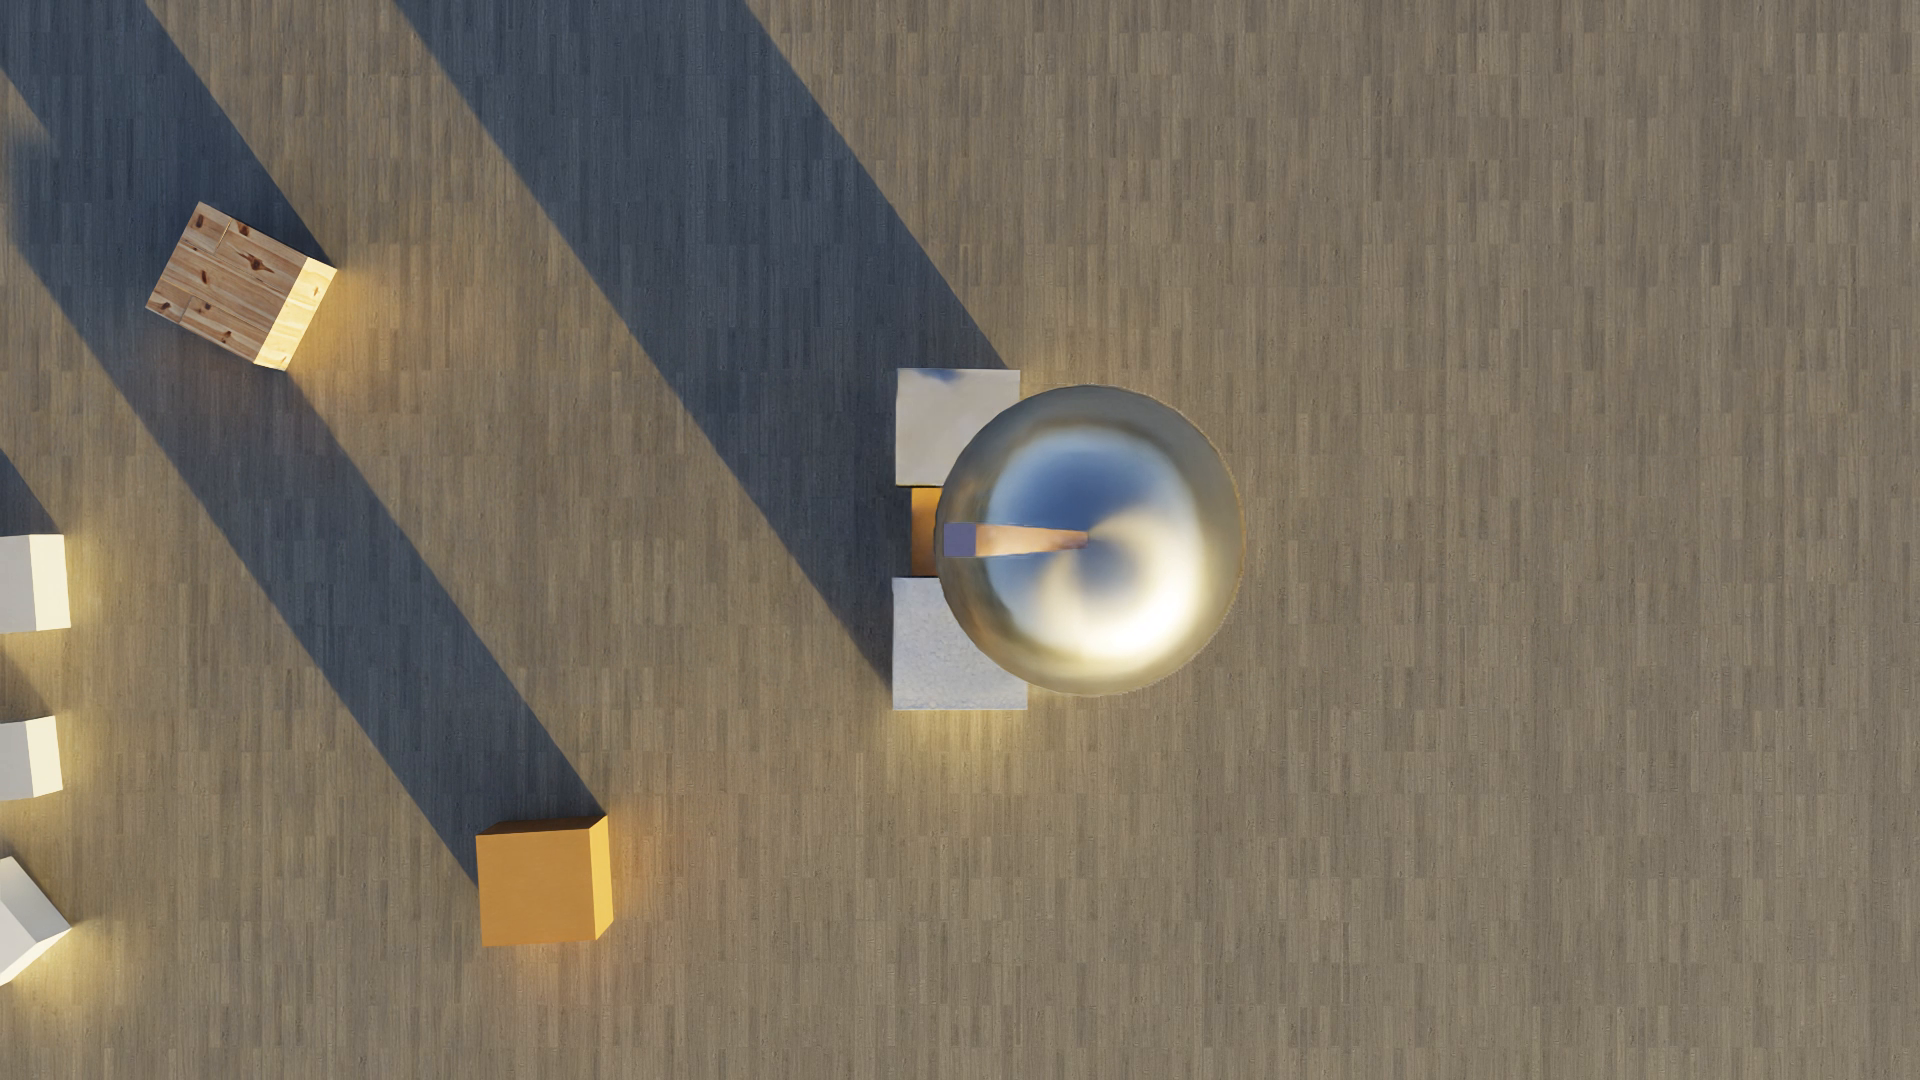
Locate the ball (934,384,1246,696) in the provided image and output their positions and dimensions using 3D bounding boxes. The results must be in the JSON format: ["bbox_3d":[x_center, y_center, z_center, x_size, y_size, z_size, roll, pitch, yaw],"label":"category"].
[{"bbox_3d":[0.661,0.000,11.310,1.600,1.600,1.600,0,90,0],"label":"ball"}]

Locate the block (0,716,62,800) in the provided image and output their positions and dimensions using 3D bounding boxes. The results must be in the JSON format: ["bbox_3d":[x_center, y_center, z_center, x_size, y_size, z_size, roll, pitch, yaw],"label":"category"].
[{"bbox_3d":[-5.522,1.277,12.799,0.390,0.402,0.439,-6,90,0],"label":"block"}]

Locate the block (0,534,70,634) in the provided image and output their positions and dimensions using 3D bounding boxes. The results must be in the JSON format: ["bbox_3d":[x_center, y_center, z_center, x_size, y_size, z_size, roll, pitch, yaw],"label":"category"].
[{"bbox_3d":[-5.507,0.261,12.763,0.456,0.474,0.548,-5,90,0],"label":"block"}]

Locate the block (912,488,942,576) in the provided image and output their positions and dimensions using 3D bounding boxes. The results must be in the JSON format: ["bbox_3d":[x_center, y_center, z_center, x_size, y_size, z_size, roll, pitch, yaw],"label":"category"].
[{"bbox_3d":[0.006,-0.048,12.704,0.557,0.591,0.499,0,90,0],"label":"block"}]

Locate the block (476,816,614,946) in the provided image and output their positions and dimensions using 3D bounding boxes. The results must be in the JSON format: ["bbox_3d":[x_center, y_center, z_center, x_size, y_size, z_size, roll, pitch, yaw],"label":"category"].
[{"bbox_3d":[-2.389,1.959,12.692,0.642,0.616,0.627,-3,90,0],"label":"block"}]

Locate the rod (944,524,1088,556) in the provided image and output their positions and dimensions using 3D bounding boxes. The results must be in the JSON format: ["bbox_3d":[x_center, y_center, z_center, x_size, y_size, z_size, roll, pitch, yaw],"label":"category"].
[{"bbox_3d":[0.287,0.000,7.931,0.080,5.200,0.080,0,90,6],"label":"rod"}]

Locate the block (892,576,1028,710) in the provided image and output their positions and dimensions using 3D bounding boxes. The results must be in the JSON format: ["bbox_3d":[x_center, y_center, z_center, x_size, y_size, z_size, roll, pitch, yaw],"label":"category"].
[{"bbox_3d":[-0.001,0.582,12.673,0.754,0.655,0.743,0,90,0],"label":"block"}]

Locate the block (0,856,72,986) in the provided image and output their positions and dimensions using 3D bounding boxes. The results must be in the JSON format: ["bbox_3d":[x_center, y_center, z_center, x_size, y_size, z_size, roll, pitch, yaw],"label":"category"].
[{"bbox_3d":[-5.613,2.238,12.752,0.487,0.496,0.558,-40,90,0],"label":"block"}]

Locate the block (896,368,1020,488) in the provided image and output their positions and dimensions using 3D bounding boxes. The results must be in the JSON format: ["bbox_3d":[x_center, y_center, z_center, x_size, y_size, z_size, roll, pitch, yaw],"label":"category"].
[{"bbox_3d":[-0.014,-0.629,12.625,0.684,0.750,0.647,1,90,0],"label":"block"}]

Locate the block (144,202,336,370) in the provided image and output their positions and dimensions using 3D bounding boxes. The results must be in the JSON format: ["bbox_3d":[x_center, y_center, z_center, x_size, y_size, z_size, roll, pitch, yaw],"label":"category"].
[{"bbox_3d":[-4.145,-1.457,12.714,0.693,0.572,0.675,27,90,0],"label":"block"}]
